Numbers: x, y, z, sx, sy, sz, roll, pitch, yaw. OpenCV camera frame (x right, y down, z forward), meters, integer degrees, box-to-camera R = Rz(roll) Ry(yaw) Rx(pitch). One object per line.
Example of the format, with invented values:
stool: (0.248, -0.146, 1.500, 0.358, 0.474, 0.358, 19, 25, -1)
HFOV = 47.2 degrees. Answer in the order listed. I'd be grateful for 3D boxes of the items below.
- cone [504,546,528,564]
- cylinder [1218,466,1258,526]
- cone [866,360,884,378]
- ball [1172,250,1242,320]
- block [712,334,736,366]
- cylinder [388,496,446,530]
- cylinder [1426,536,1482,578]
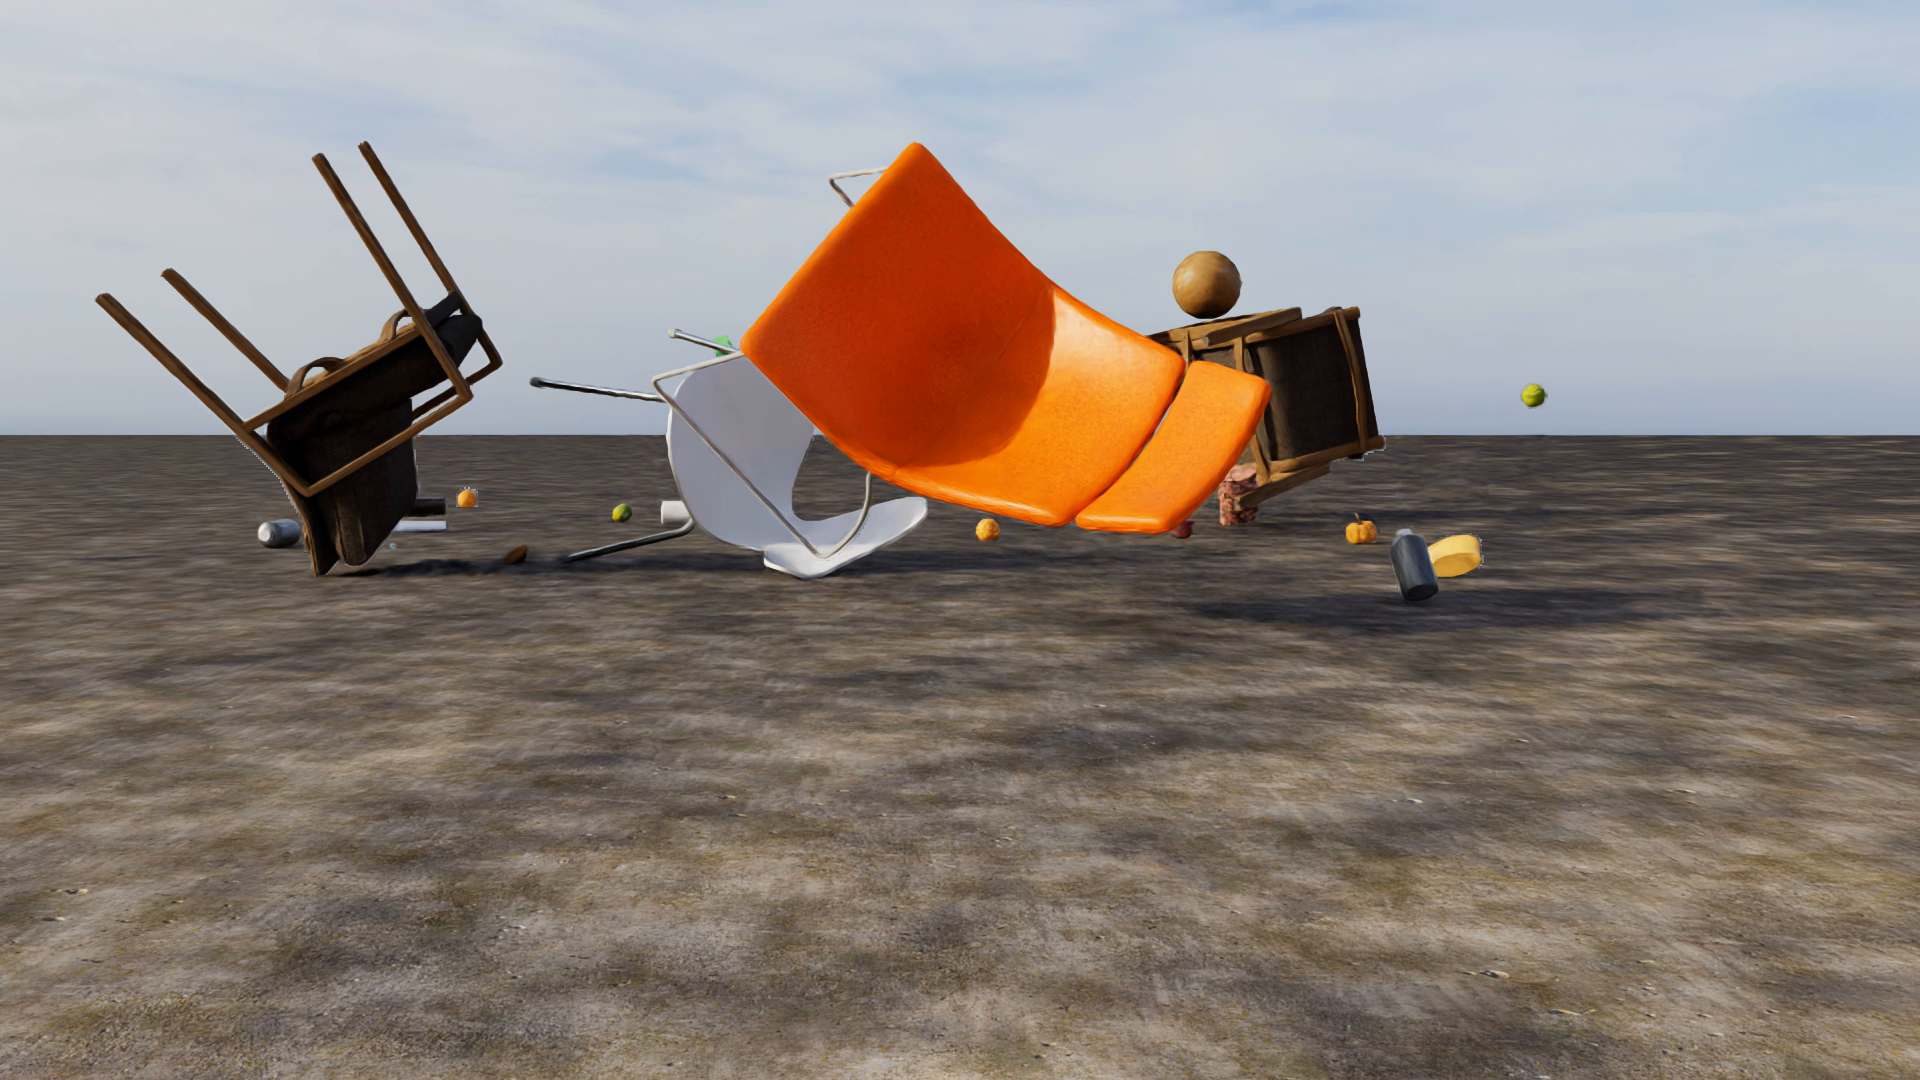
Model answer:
cone: (-1.137, 0.048, 5.684, 0.070, 0.033, 0.057, -35, -23, -2)
cylinder: (0.915, -0.144, 7.230, 0.138, 0.163, 0.088, -18, 31, -21)
cone: (-0.334, -0.653, 8.274, 0.073, 0.067, 0.096, -27, -4, 20)
ball: (0.867, -0.897, 7.730, 0.242, 0.242, 0.242, 0, 4, 0)
block: (-0.846, -0.682, 7.881, 0.055, 0.058, 0.097, -23, 37, 2)
cylinder: (-1.715, -0.083, 6.938, 0.176, 0.072, 0.192, -1, -25, -14)
cylinder: (1.174, 0.039, 5.233, 0.130, 0.058, 0.092, -16, 22, 18)
